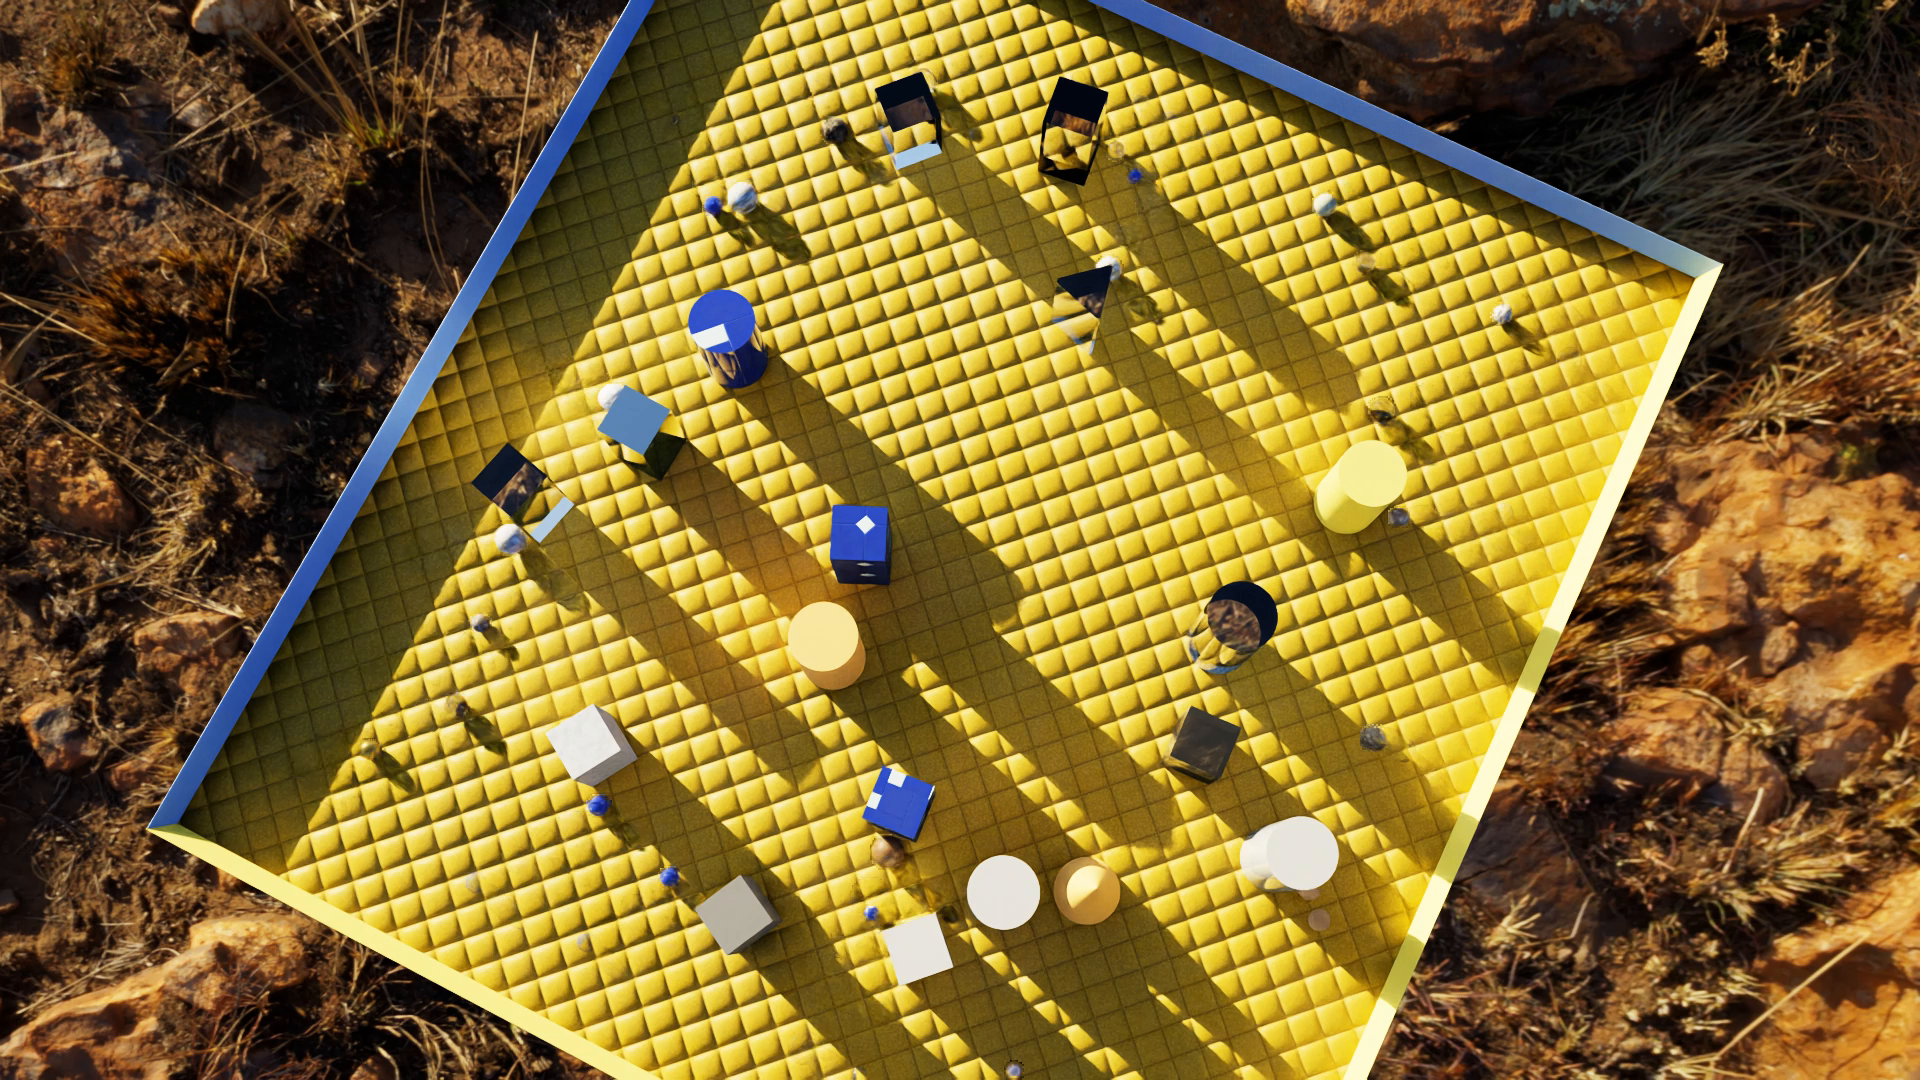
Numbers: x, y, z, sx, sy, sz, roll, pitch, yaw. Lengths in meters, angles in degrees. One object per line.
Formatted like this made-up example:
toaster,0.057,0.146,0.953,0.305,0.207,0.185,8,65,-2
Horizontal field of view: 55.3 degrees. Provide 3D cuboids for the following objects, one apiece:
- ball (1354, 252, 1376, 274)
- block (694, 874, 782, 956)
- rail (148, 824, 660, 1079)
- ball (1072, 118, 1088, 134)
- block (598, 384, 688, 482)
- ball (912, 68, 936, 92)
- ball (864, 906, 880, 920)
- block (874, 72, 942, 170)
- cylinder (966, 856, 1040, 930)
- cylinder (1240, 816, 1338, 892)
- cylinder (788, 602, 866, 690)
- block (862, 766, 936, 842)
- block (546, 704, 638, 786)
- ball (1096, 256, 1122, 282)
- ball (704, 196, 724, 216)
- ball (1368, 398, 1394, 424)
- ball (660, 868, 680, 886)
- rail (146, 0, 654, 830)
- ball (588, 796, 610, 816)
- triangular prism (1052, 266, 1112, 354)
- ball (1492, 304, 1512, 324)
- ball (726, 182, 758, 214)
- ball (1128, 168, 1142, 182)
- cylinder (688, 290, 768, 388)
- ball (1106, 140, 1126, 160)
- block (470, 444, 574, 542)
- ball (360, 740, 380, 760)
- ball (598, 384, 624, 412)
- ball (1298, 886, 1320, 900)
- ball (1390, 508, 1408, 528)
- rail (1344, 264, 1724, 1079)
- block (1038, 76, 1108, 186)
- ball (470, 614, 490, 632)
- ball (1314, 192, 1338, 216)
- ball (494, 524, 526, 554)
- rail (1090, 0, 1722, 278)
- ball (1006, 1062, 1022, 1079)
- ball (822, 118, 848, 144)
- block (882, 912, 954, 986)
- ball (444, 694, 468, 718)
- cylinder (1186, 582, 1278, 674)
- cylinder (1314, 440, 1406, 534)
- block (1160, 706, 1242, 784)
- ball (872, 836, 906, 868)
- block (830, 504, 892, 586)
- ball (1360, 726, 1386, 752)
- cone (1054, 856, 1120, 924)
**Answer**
ball,1.273,-0.872,5.764,0.065,0.065,0.065,0,78,0
block,-0.630,1.073,5.244,0.157,0.295,0.157,-36,81,-7
rail,-0.807,1.587,5.222,3.449,0.128,0.045,26,80,5
ball,0.384,-1.326,5.866,0.048,0.048,0.048,0,78,0
block,-0.953,-0.318,5.515,0.157,0.327,0.157,29,80,6
ball,-0.121,-1.468,5.876,0.088,0.088,0.088,0,78,0
ball,-0.259,1.092,5.368,0.044,0.044,0.044,0,78,0
block,-0.160,-1.312,5.745,0.157,0.281,0.157,-21,79,-4
cylinder,0.118,0.997,5.168,0.197,0.474,0.197,0,78,0
cylinder,0.926,0.895,5.190,0.197,0.473,0.197,0,78,0
cylinder,-0.383,0.313,5.335,0.197,0.424,0.197,0,78,0
block,-0.174,0.767,5.301,0.157,0.308,0.157,21,79,4
block,-1.072,0.602,5.349,0.157,0.281,0.157,-32,80,-6
ball,0.467,-0.849,5.751,0.080,0.080,0.080,0,78,0
ball,-0.781,-1.059,5.805,0.061,0.061,0.061,0,78,0
ball,1.301,-0.399,5.660,0.078,0.078,0.078,0,78,0
ball,-0.853,0.991,5.383,0.055,0.055,0.055,0,78,0
rail,-1.521,-0.738,5.703,0.045,0.128,3.655,26,80,5
ball,-1.069,0.787,5.422,0.062,0.062,0.062,0,78,0
triangular prism,0.399,-0.726,5.587,0.170,0.352,0.148,44,82,8
ball,1.697,-0.706,5.732,0.059,0.059,0.059,0,78,0
ball,-0.687,-1.081,5.790,0.098,0.098,0.098,0,78,0
ball,0.558,-1.160,5.835,0.042,0.042,0.042,0,78,0
cylinder,-0.699,-0.605,5.556,0.197,0.364,0.197,0,78,0
ball,0.497,-1.243,5.844,0.059,0.059,0.059,0,78,0
block,-1.298,-0.136,5.457,0.157,0.367,0.157,39,81,7
ball,-1.758,0.624,5.457,0.060,0.060,0.060,0,78,0
ball,-1.069,-0.437,5.659,0.095,0.095,0.095,0,78,0
ball,1.024,1.024,5.371,0.066,0.066,0.066,0,78,0
ball,1.343,-0.069,5.601,0.058,0.058,0.058,0,78,0
rail,1.521,0.752,5.395,0.045,0.128,3.655,26,80,5
block,0.348,-1.264,5.689,0.157,0.371,0.157,19,79,4
ball,-1.451,0.251,5.537,0.054,0.054,0.054,0,78,0
ball,1.157,-1.062,5.800,0.072,0.072,0.072,0,78,0
ball,-1.362,-0.003,5.556,0.095,0.095,0.095,0,78,0
rail,0.807,-1.573,5.876,3.449,0.128,0.045,26,80,5
ball,0.156,1.529,5.277,0.046,0.046,0.046,0,78,0
ball,-0.398,-1.306,5.845,0.083,0.083,0.083,0,78,0
block,-0.118,1.167,5.236,0.157,0.271,0.157,-19,79,-4
ball,-1.506,0.495,5.479,0.069,0.069,0.069,0,78,0
cylinder,0.783,0.259,5.315,0.197,0.486,0.197,0,78,0
cylinder,1.186,-0.153,5.453,0.197,0.382,0.197,0,78,0
block,0.701,0.602,5.358,0.157,0.262,0.157,24,79,5
ball,-0.210,0.915,5.377,0.098,0.098,0.098,0,78,0
block,-0.289,0.019,5.415,0.157,0.387,0.157,2,78,0
ball,1.232,0.590,5.456,0.076,0.076,0.076,0,78,0
cone,0.374,0.993,5.207,0.197,0.399,0.197,0,78,0
